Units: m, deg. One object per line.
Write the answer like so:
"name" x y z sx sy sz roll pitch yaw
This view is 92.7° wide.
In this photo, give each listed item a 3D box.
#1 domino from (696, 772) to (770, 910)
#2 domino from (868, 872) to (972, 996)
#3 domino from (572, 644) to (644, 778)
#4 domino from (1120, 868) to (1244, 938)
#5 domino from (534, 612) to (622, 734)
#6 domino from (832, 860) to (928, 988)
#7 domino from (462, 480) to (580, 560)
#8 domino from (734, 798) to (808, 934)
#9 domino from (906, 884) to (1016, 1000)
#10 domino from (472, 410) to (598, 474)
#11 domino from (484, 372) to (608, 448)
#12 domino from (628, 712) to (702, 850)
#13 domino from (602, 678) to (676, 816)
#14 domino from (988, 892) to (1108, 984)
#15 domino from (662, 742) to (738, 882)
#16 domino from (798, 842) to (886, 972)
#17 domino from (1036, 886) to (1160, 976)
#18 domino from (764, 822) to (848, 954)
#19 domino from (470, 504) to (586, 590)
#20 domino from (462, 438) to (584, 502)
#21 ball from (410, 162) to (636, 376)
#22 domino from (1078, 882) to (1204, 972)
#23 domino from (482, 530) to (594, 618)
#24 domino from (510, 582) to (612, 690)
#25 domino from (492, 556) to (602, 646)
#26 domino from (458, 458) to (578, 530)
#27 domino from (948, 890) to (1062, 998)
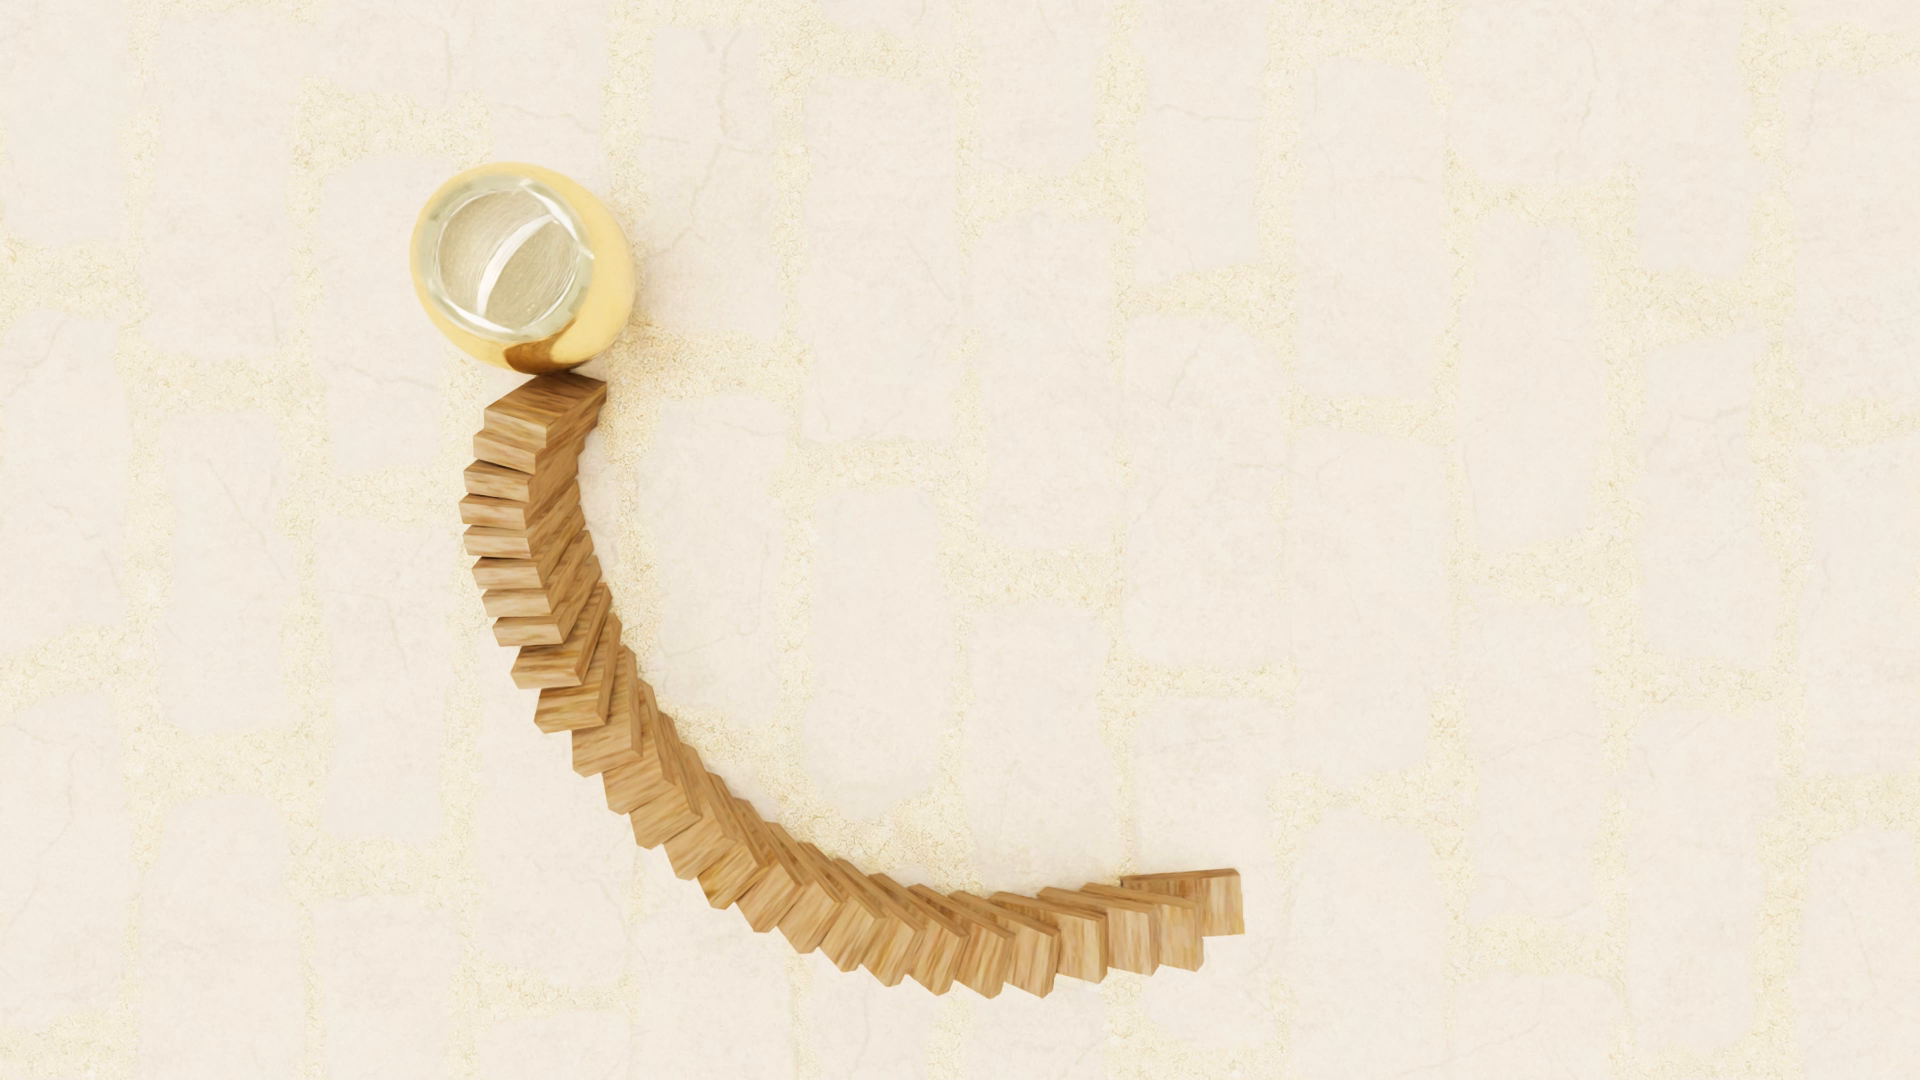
"domino" -0.102 0.124 0.382 0.025 0.010 0.050 -43 55 0
"domino" -0.022 0.163 0.382 0.050 0.010 0.025 21 90 33
"domino" -0.148 0.070 0.382 0.025 0.010 0.050 -19 54 0
"domino" 0.096 0.157 0.395 0.050 0.010 0.025 -4 90 0
"domino" -0.157 0.054 0.380 0.025 0.009 0.050 -9 48 0
"domino" -0.039 0.159 0.382 0.050 0.010 0.025 27 90 35
"domino" -0.178 -0.010 0.376 0.025 0.050 0.010 3 121 0
"domino" -0.087 0.135 0.382 0.025 0.010 0.050 -50 55 0
"domino" -0.003 0.167 0.383 0.050 0.009 0.025 15 90 33
"domino" -0.173 -0.045 0.376 0.025 0.050 0.010 16 121 0
"domino" -0.169 -0.055 0.376 0.025 0.050 0.010 16 121 0
"domino" -0.127 0.099 0.382 0.025 0.010 0.050 -32 55 0
"domino" -0.137 0.085 0.382 0.025 0.010 0.050 -29 54 0
"domino" 0.036 0.165 0.383 0.050 0.009 0.025 -1 90 31
"domino" -0.114 0.112 0.382 0.025 0.009 0.050 -39 55 0
"domino" -0.056 0.152 0.382 0.050 0.009 0.025 31 90 35
"domino" 0.057 0.163 0.383 0.050 0.009 0.025 -3 90 33
"domino" -0.072 0.144 0.382 0.050 0.010 0.025 35 90 35
"domino" -0.176 0.002 0.376 0.025 0.050 0.009 -2 121 0
"domino" -0.177 -0.033 0.376 0.025 0.050 0.010 9 121 0
"ball" -0.170 -0.105 0.360 0.080 0.080 0.080 0 90 0
"domino" 0.075 0.161 0.382 0.050 0.010 0.025 -3 91 33
"domino" -0.172 0.013 0.376 0.025 0.050 0.009 -2 121 0
"domino" -0.163 0.039 0.378 0.025 0.050 0.010 -4 130 0
"domino" -0.168 0.024 0.376 0.025 0.050 0.010 -3 121 0
"domino" -0.180 -0.022 0.376 0.025 0.050 0.010 6 121 0
"domino" 0.016 0.168 0.382 0.050 0.009 0.025 8 90 33
